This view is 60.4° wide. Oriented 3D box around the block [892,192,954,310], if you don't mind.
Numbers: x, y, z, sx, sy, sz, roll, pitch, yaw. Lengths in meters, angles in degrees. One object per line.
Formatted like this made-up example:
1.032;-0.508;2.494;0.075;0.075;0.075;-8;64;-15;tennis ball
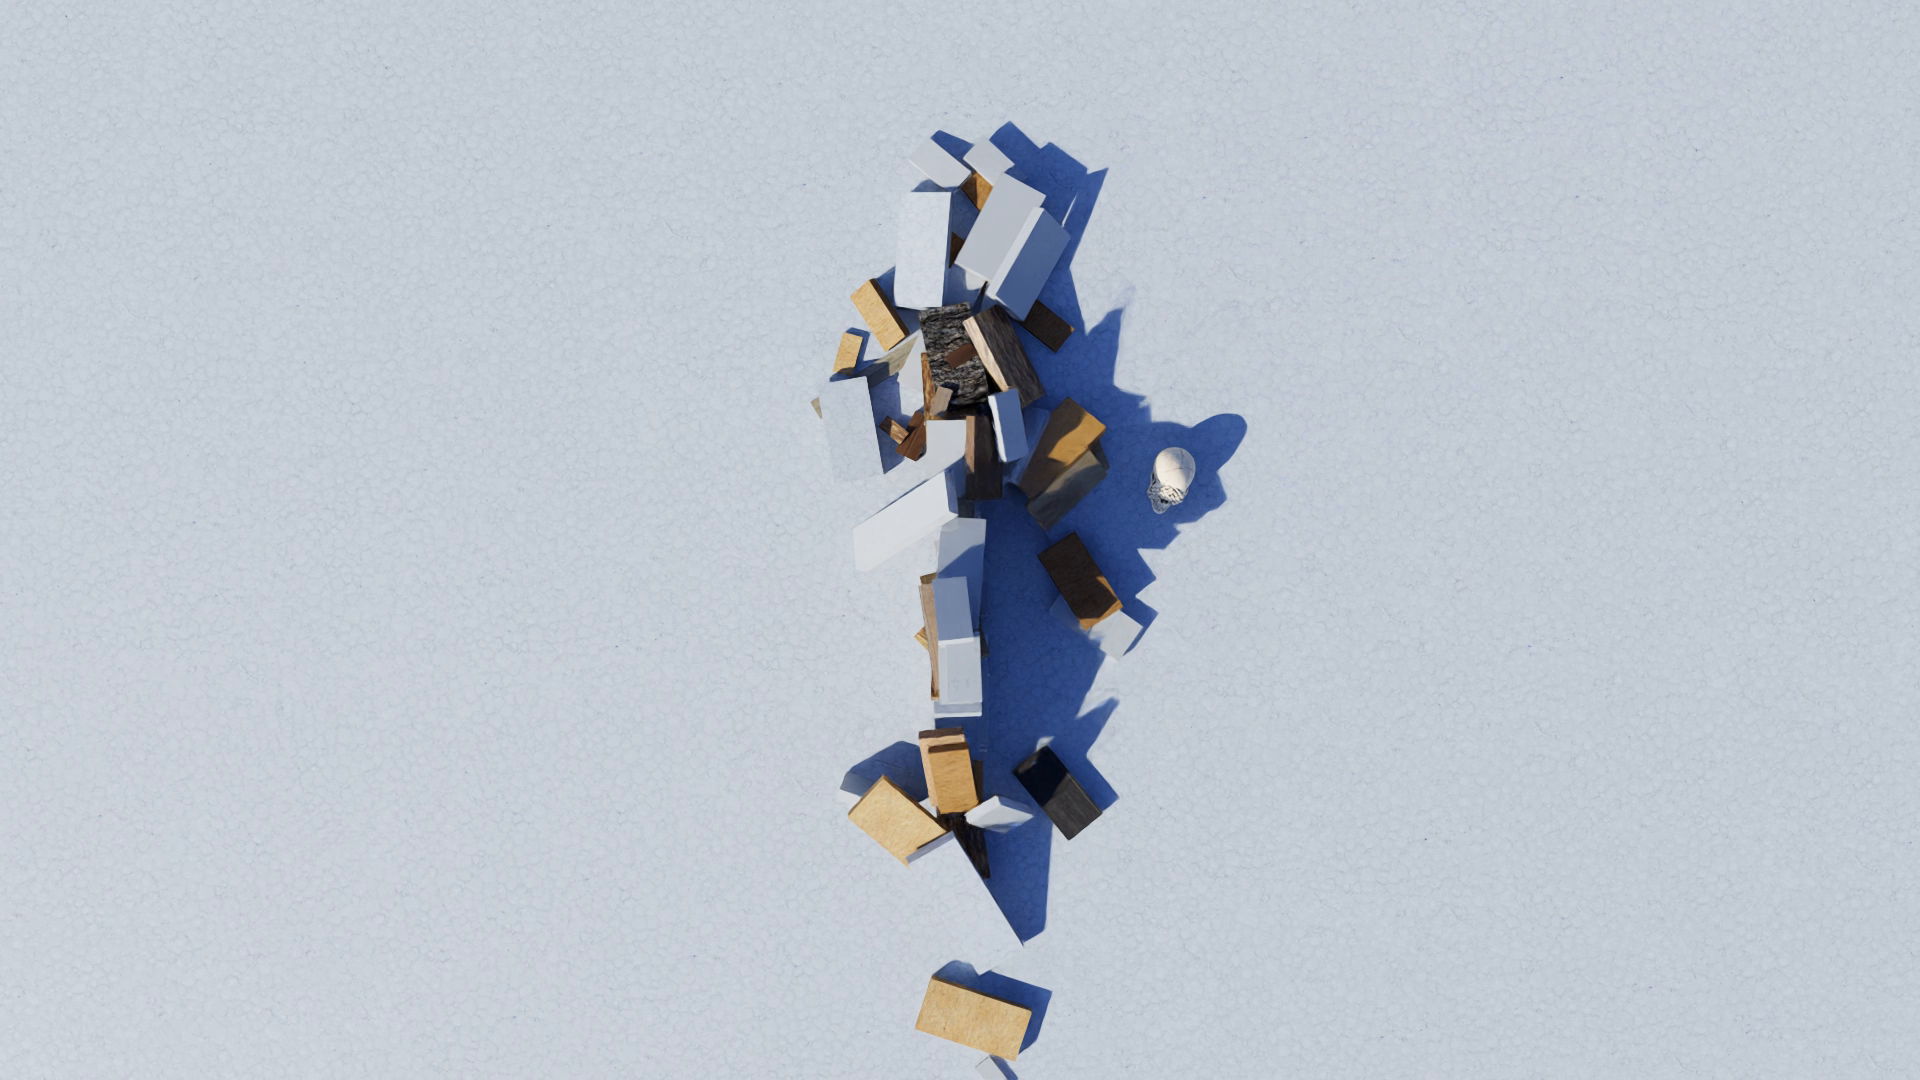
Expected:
-0.119;-0.953;5.440;0.168;0.048;0.383;3;86;16;block

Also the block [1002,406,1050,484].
0.182;-0.319;5.405;0.134;0.038;0.268;17;69;24;block

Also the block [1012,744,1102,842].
0.323;0.837;5.479;0.147;0.042;0.294;-39;90;0;block

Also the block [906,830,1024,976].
0.020;1.187;5.384;0.175;0.049;0.499;-30;112;0;block

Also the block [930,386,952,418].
-0.061;-0.443;5.308;0.048;0.014;0.096;17;79;4;block

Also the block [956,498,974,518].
-0.001;0.007;5.309;0.089;0.025;0.282;1;98;-1;block

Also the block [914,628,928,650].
-0.051;0.343;5.302;0.185;0.026;0.093;45;88;2;block

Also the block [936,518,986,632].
-0.001;0.106;5.168;0.142;0.040;0.363;4;69;2;block

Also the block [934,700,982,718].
-0.011;0.407;5.186;0.147;0.042;0.294;-2;69;0;block

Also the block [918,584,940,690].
-0.036;0.291;5.062;0.134;0.038;0.326;-9;81;0;block

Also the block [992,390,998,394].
0.170;-0.505;5.490;0.067;0.019;0.133;43;90;-1;block

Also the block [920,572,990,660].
-0.018;0.241;5.205;0.147;0.042;0.304;-14;70;-5;block

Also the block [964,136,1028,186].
0.117;-1.231;5.452;0.196;0.028;0.098;42;87;-1;block

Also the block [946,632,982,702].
0.011;0.384;4.982;0.105;0.030;0.210;-2;81;1;block

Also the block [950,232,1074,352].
0.133;-0.834;5.486;0.553;0.028;0.098;39;90;0;block

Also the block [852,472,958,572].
-0.180;-0.057;5.313;0.454;0.042;0.147;-31;55;38;block

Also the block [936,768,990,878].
0.003;0.938;5.404;0.142;0.040;0.367;-9;99;1;block

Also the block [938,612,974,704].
-0.013;0.360;5.016;0.105;0.030;0.275;-2;81;1;block

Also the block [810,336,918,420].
-0.304;-0.539;5.491;0.417;0.019;0.067;-32;90;0;block

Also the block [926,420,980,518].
-0.020;-0.218;5.312;0.169;0.048;0.338;-1;98;-1;block

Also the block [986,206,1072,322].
0.226;-0.904;5.405;0.166;0.047;0.331;36;80;-44;block

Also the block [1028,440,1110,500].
0.336;-0.252;5.454;0.283;0.040;0.142;-21;71;-1;block

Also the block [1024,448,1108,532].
0.346;-0.163;5.366;0.278;0.031;0.110;-43;114;-8;block

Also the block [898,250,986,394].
-0.051;-0.714;5.459;0.121;0.034;0.474;26;92;-1;block

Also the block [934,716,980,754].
-0.010;0.540;5.258;0.142;0.040;0.284;-1;102;0;block

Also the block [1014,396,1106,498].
0.306;-0.296;5.426;0.168;0.048;0.336;41;80;17;block

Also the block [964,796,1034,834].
0.131;0.893;5.357;0.126;0.253;0.036;-33;61;16;block

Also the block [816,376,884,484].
-0.363;-0.364;5.464;0.166;0.047;0.331;-10;94;-1;block

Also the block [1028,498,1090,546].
0.322;-0.083;5.483;0.121;0.034;0.242;-26;90;0;block

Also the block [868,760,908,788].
-0.238;0.777;5.491;0.121;0.017;0.061;17;90;0;block

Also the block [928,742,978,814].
-0.019;0.758;5.246;0.126;0.036;0.253;-7;122;4;block

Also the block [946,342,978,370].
0.005;-0.597;5.338;0.096;0.014;0.048;-32;80;-5;block

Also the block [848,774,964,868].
-0.175;0.939;5.352;0.349;0.049;0.175;41;98;-8;block

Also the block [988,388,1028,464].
0.155;-0.365;5.282;0.110;0.031;0.220;-23;107;-43;block
